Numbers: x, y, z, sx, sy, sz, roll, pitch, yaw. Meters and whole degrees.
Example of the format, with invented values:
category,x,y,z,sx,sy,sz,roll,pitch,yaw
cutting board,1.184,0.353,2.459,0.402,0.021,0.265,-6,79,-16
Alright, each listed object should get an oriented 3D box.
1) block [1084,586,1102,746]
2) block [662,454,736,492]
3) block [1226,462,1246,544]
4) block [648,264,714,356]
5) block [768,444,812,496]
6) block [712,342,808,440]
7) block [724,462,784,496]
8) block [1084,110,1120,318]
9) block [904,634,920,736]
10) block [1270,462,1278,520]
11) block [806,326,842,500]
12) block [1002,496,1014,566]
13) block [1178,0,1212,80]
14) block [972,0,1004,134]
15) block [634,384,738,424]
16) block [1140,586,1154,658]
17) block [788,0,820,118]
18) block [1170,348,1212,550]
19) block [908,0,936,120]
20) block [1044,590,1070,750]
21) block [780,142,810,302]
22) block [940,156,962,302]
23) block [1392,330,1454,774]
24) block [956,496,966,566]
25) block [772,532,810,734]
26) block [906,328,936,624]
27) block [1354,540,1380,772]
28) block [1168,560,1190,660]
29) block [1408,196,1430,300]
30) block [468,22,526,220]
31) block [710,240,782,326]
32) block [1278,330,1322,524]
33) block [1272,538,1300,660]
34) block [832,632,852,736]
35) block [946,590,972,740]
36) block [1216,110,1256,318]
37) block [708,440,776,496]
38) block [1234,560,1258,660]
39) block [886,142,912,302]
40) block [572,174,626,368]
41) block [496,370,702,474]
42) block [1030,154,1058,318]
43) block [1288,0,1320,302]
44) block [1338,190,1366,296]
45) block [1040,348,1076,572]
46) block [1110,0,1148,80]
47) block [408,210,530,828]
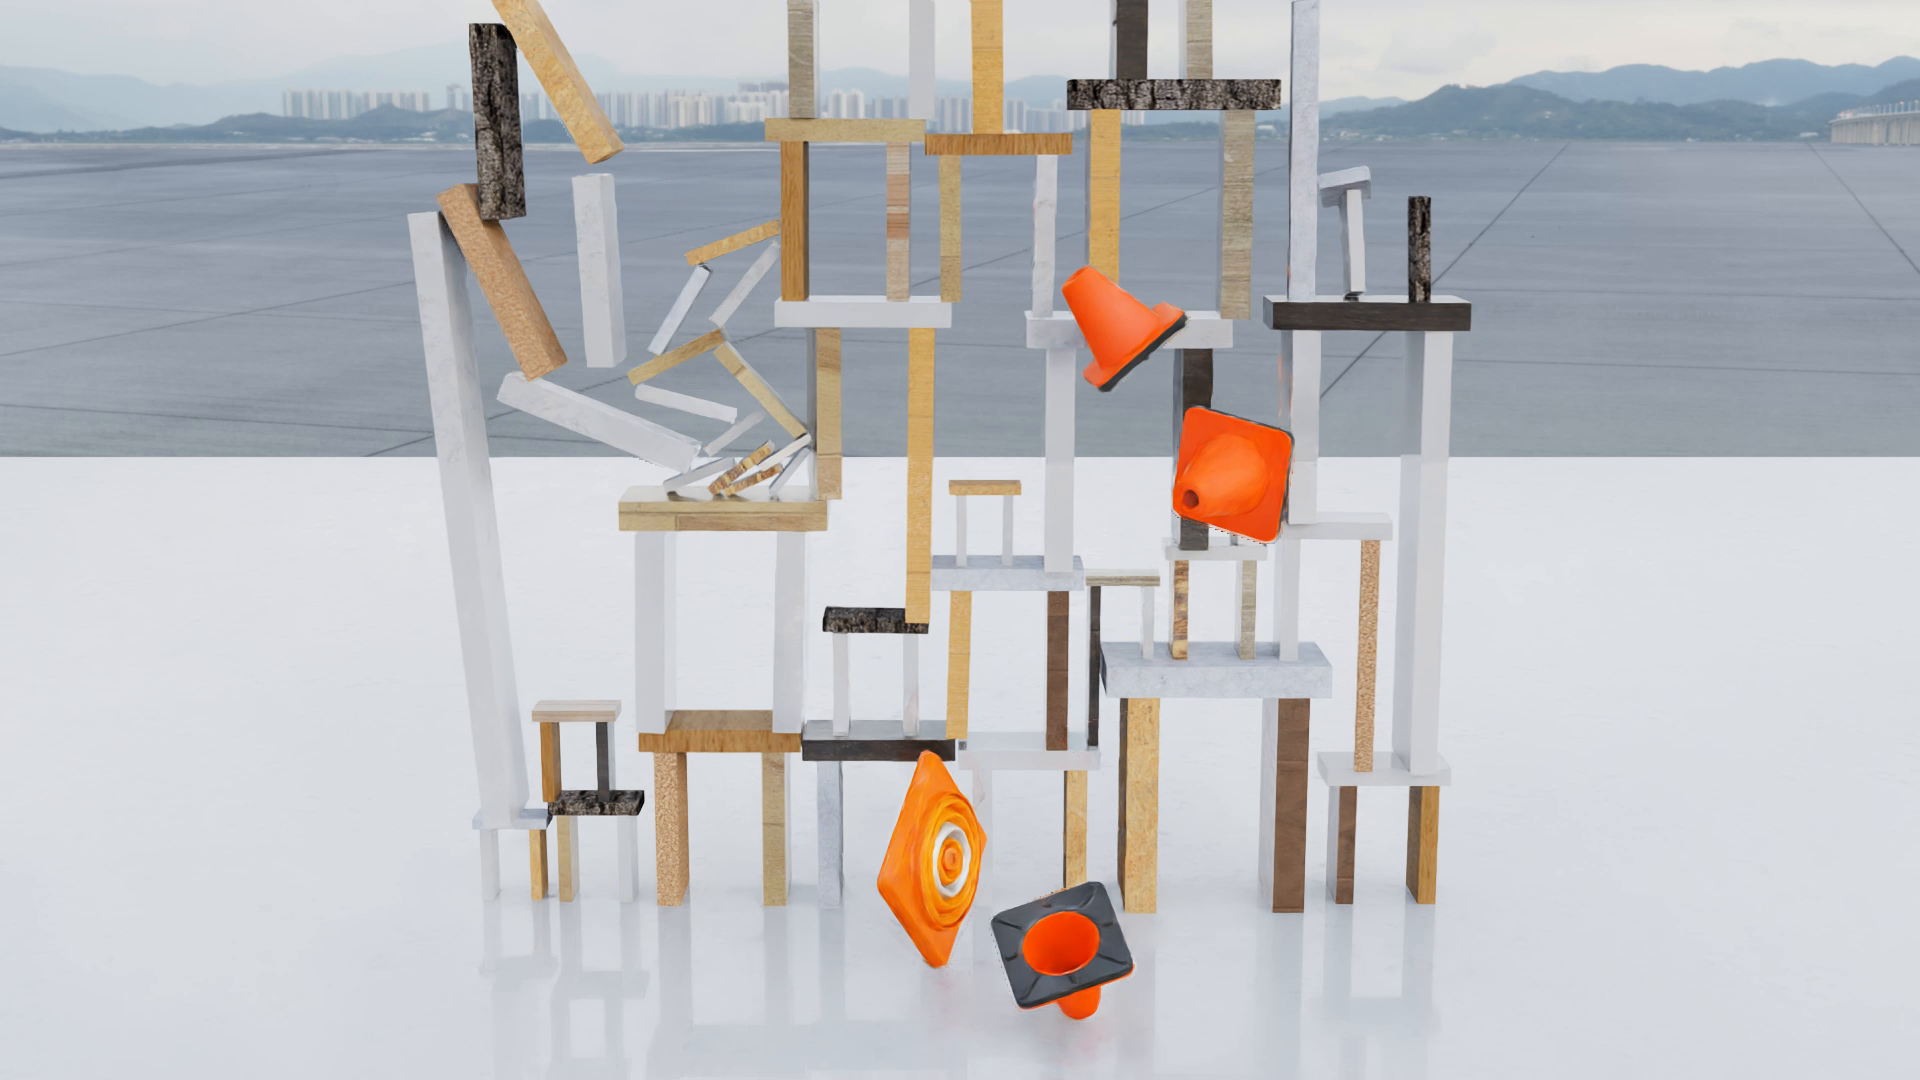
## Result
category,x,y,z,sx,sy,sz,roll,pitch,yaw
block,0.217,0.200,3.594,0.017,0.267,0.060,0,11,-2
block,-0.421,-0.108,3.553,0.119,0.017,0.059,-21,8,-1
block,0.444,-0.062,3.537,0.013,0.134,0.046,-5,11,-9
block,-0.444,-0.367,3.500,0.022,0.155,0.077,32,7,-6
block,-0.274,-0.114,3.536,0.013,0.095,0.047,39,6,-10
block,-0.320,-0.241,3.529,0.023,0.191,0.081,-43,7,4
block,-0.332,-0.098,3.532,0.095,0.013,0.047,-24,8,8
block,0.223,-0.515,3.465,0.045,0.320,0.160,0,11,0
block,-0.079,0.227,3.603,0.024,0.170,0.085,0,11,0
block,0.505,-0.083,3.540,0.013,0.093,0.046,-1,10,6
block,-0.218,-0.211,3.533,0.039,0.275,0.138,-2,11,-10
block,0.077,-0.020,3.552,0.016,0.115,0.058,1,11,0
block,0.363,-0.853,3.397,0.039,0.278,0.139,-2,11,1
block,0.041,-0.841,3.407,0.047,0.416,0.167,-1,11,0
block,-0.440,-0.219,3.541,0.163,0.023,0.081,14,1,-6
block,0.304,0.128,3.578,0.017,0.120,0.060,0,11,0
block,-0.243,-0.796,3.417,0.039,0.276,0.138,0,11,0
block,0.371,-0.155,3.528,0.045,0.320,0.160,0,11,0
block,-0.058,-0.795,3.417,0.039,0.276,0.138,0,11,0
block,0.157,0.200,3.598,0.035,0.264,0.122,0,10,0
block,-0.260,-0.505,3.472,0.035,0.246,0.123,0,11,0
block,-0.015,-0.492,3.463,0.032,0.226,0.113,0,11,0
block,0.747,0.011,3.560,0.043,0.715,0.153,0,11,0
block,0.002,-0.020,3.551,0.016,0.115,0.058,0,11,0
block,-0.274,0.134,3.589,0.047,0.329,0.165,2,10,-1
block,-0.063,-0.112,3.540,0.039,0.472,0.138,1,11,0
block,0.661,0.180,3.571,0.028,0.380,0.100,2,11,9
block,0.355,0.105,3.578,0.023,0.164,0.082,0,10,0
block,0.725,-0.461,3.469,0.023,0.159,0.080,-2,10,3
block,-0.725,-0.656,3.453,0.042,0.297,0.149,-1,10,0
block,-0.338,-0.407,3.490,0.022,0.155,0.077,39,7,-9
block,0.542,-0.190,3.526,0.043,0.307,0.153,0,11,1
block,0.531,0.087,3.579,0.028,0.200,0.100,0,11,1
block,-0.193,0.227,3.603,0.024,0.170,0.085,0,11,0
block,-0.002,0.191,3.597,0.035,0.245,0.122,2,11,0
block,0.433,-0.516,3.468,0.045,0.320,0.160,1,11,4
block,-0.352,-0.117,3.541,0.119,0.017,0.059,-36,7,8
block,0.464,0.106,3.578,0.023,0.164,0.082,0,10,0
block,-0.096,-0.504,3.471,0.035,0.246,0.123,0,11,0
block,-0.572,-0.431,3.500,0.042,0.297,0.148,-3,11,0
block,-0.577,-0.191,3.542,0.318,0.045,0.159,21,4,-5
block,0.132,-0.480,3.465,0.032,0.251,0.113,1,11,0
block,0.537,-0.686,3.431,0.039,0.617,0.139,1,11,7
block,0.622,-0.470,3.485,0.023,0.159,0.080,-3,0,1
block,0.157,-0.138,3.532,0.045,0.355,0.160,0,11,0
block,0.261,-0.881,3.397,0.047,0.334,0.167,0,11,0
block,-0.789,-0.033,3.553,0.045,0.989,0.159,-5,10,1
